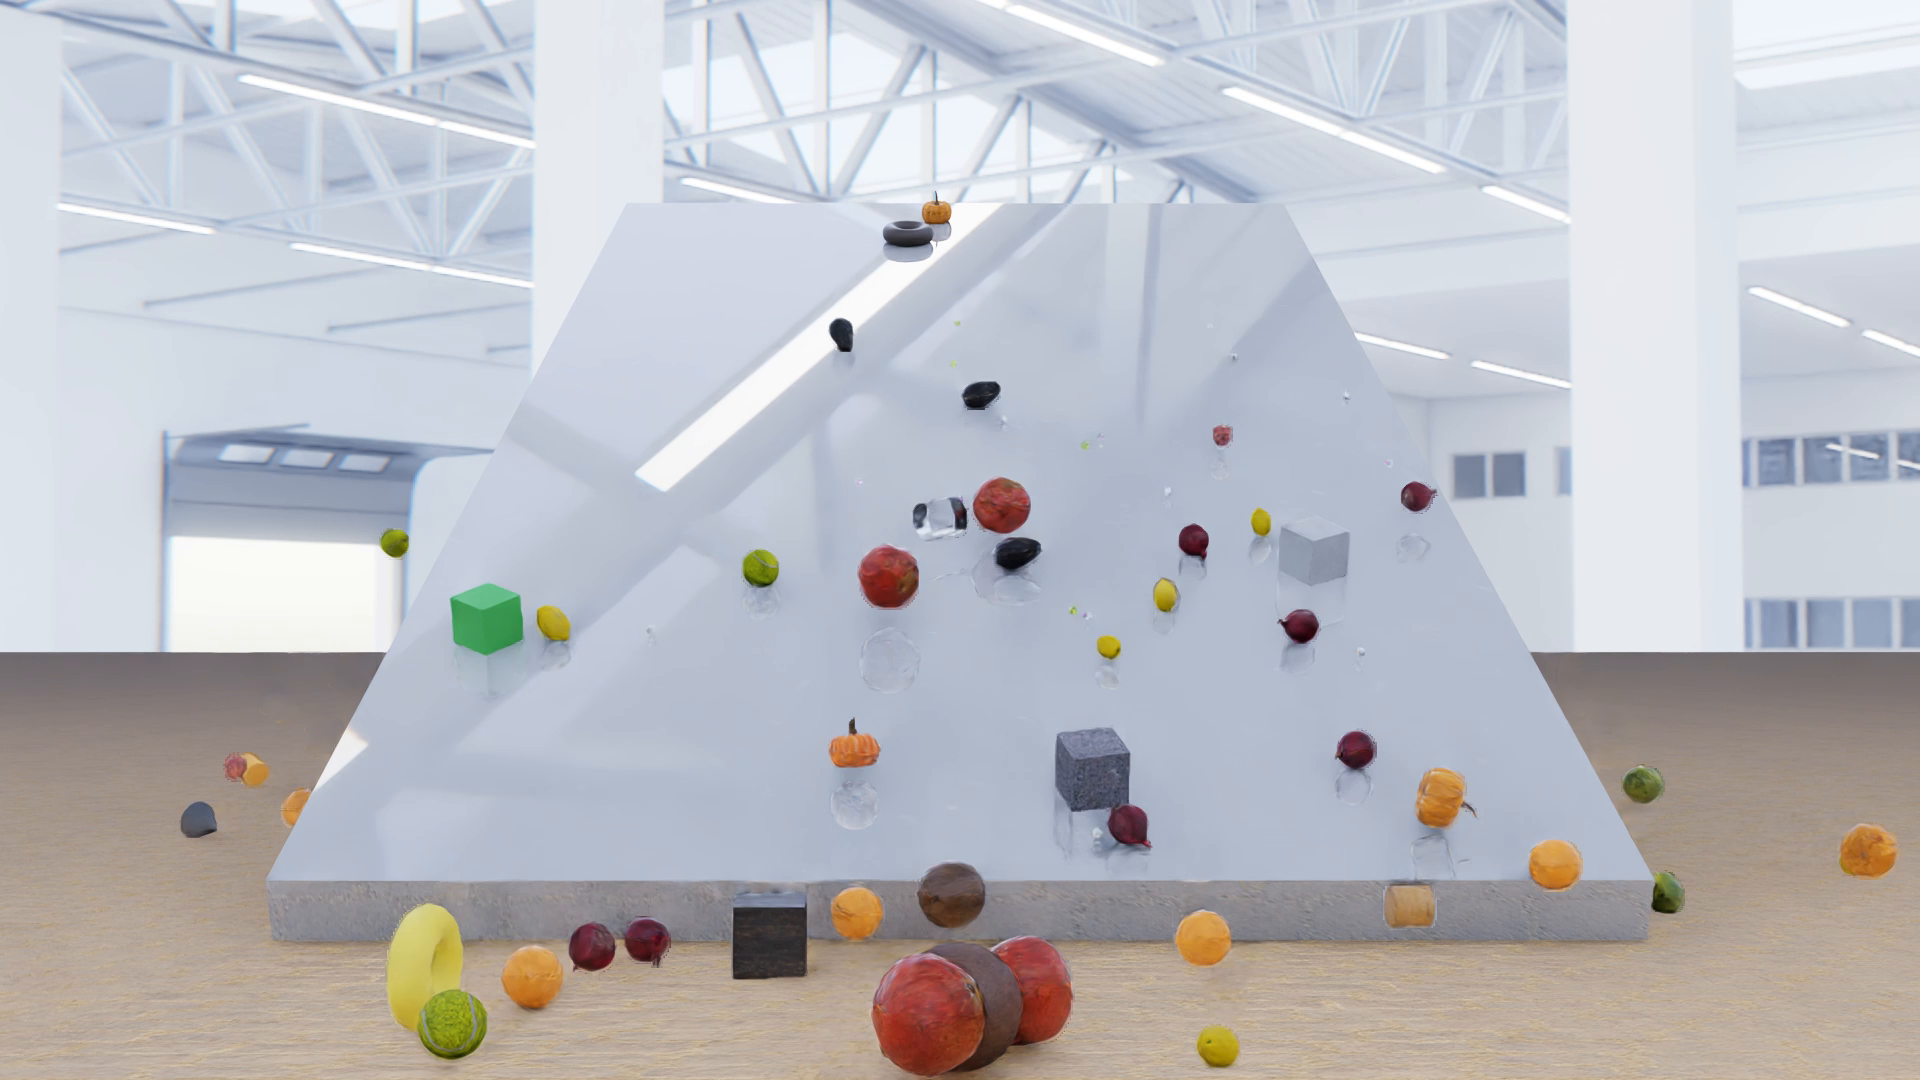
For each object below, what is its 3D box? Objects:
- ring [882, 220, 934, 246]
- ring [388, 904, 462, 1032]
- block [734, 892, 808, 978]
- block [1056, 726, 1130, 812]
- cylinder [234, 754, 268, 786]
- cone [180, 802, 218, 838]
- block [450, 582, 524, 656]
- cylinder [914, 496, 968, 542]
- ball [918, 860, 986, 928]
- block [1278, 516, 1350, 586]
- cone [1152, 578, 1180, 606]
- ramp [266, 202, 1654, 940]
[{"bbox_3d":[-0.149,-0.877,6.582,0.148,0.049,0.148,1,23,-1],"label":"ring"},{"bbox_3d":[-0.584,0.467,2.514,0.046,0.138,0.138,2,-2,9],"label":"ring"},{"bbox_3d":[-0.248,0.516,3.008,0.093,0.093,0.093,0,3,-2],"label":"block"},{"bbox_3d":[0.203,0.352,3.530,0.090,0.090,0.090,-6,23,-14],"label":"block"},{"bbox_3d":[-1.496,0.485,4.855,0.052,0.052,0.052,23,14,40],"label":"cylinder"},{"bbox_3d":[-1.655,0.627,5.062,0.083,0.083,0.083,14,7,39],"label":"cone"},{"bbox_3d":[-0.833,0.138,4.051,0.087,0.087,0.087,18,28,36],"label":"block"},{"bbox_3d":[-0.039,-0.042,4.497,0.077,0.077,0.077,-13,4,-31],"label":"cylinder"},{"bbox_3d":[-0.011,0.491,3.191,0.095,0.095,0.095,0,-3,0],"label":"ball"},{"bbox_3d":[0.667,0.020,4.339,0.092,0.092,0.092,-14,26,-31],"label":"block"},{"bbox_3d":[0.391,0.099,4.235,0.052,0.052,0.052,-2,-12,41],"label":"cone"},{"bbox_3d":[-0.007,-0.222,5.181,2.000,0.100,4.000,0,22,0],"label":"ramp"}]
